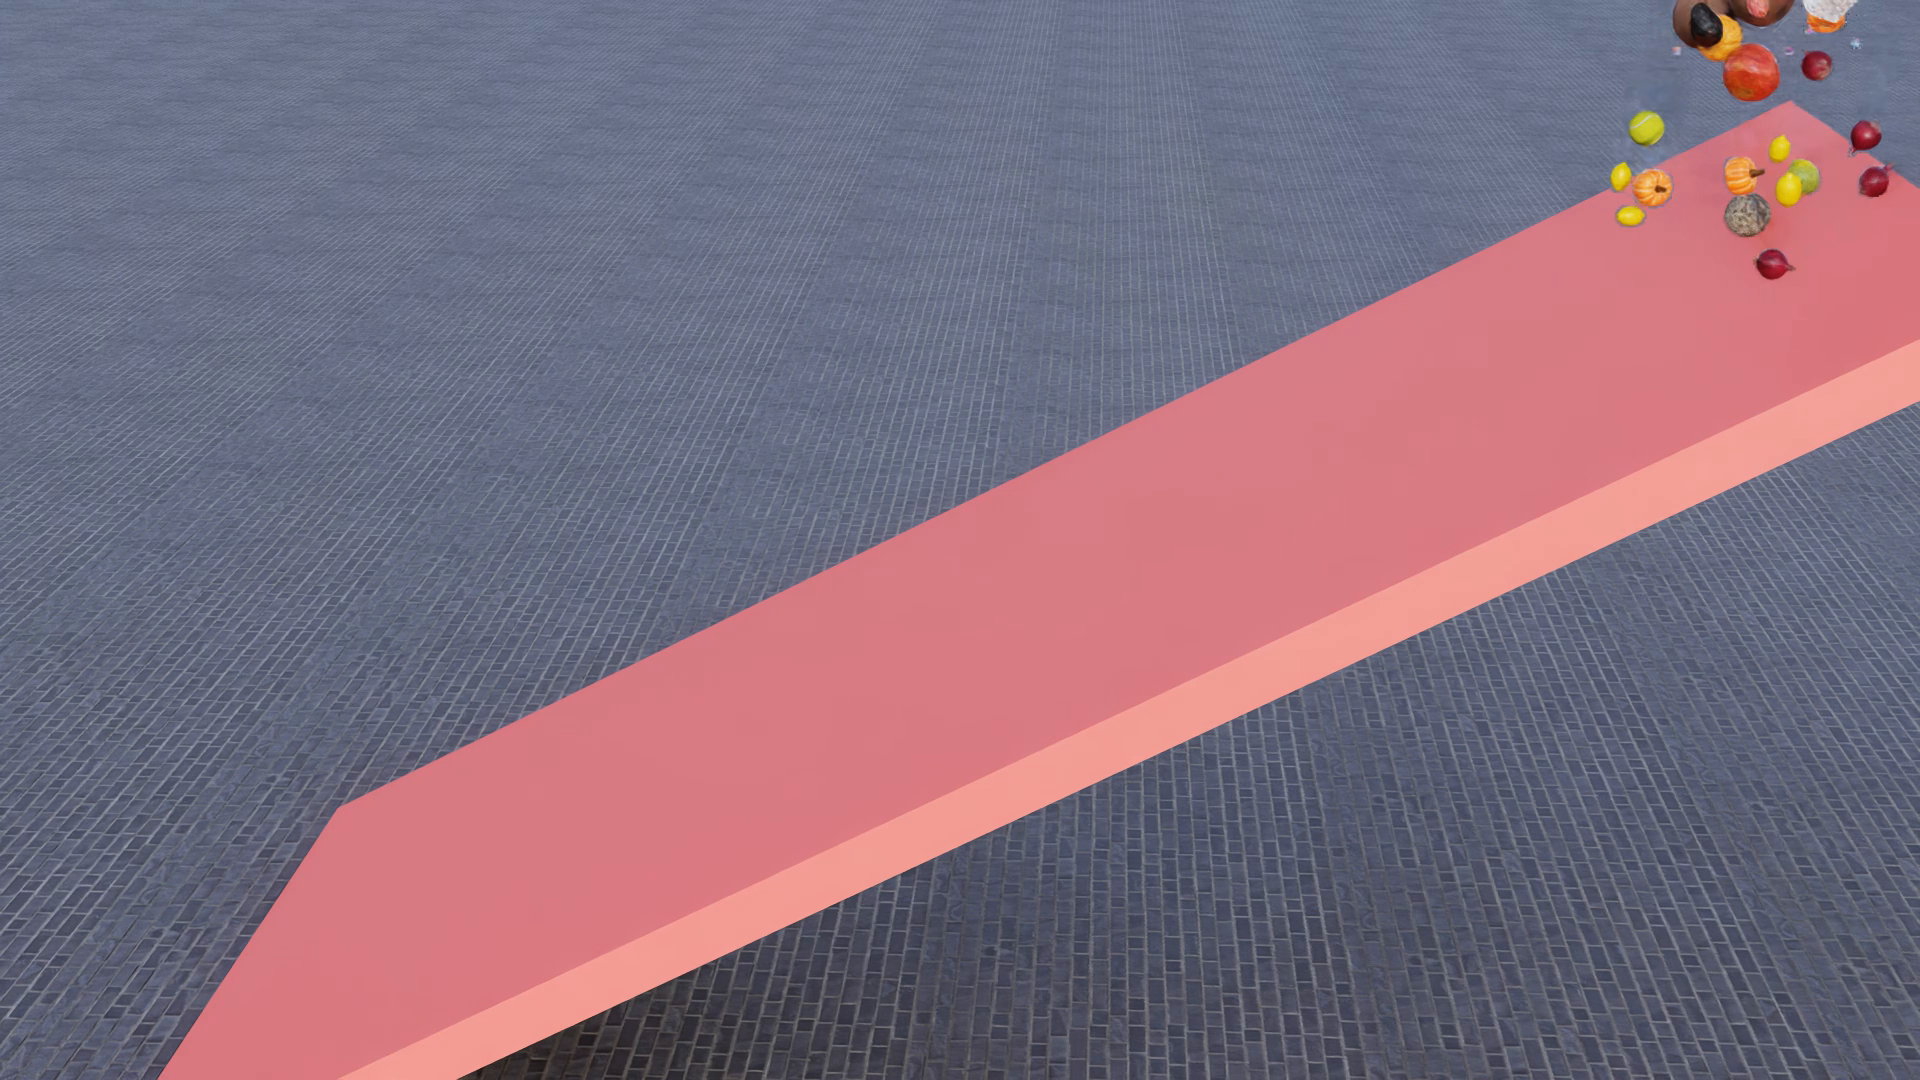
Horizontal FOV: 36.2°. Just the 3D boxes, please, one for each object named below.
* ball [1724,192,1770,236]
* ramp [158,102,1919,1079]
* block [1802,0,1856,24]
[{"bbox_3d":[1.611,-0.666,6.016,0.091,0.091,0.091,0,17,0],"label":"ball"},{"bbox_3d":[0.140,0.167,6.281,4.000,0.100,2.000,-26,14,10],"label":"ramp"},{"bbox_3d":[1.620,-1.022,5.490,0.070,0.070,0.070,10,47,-31],"label":"block"}]
